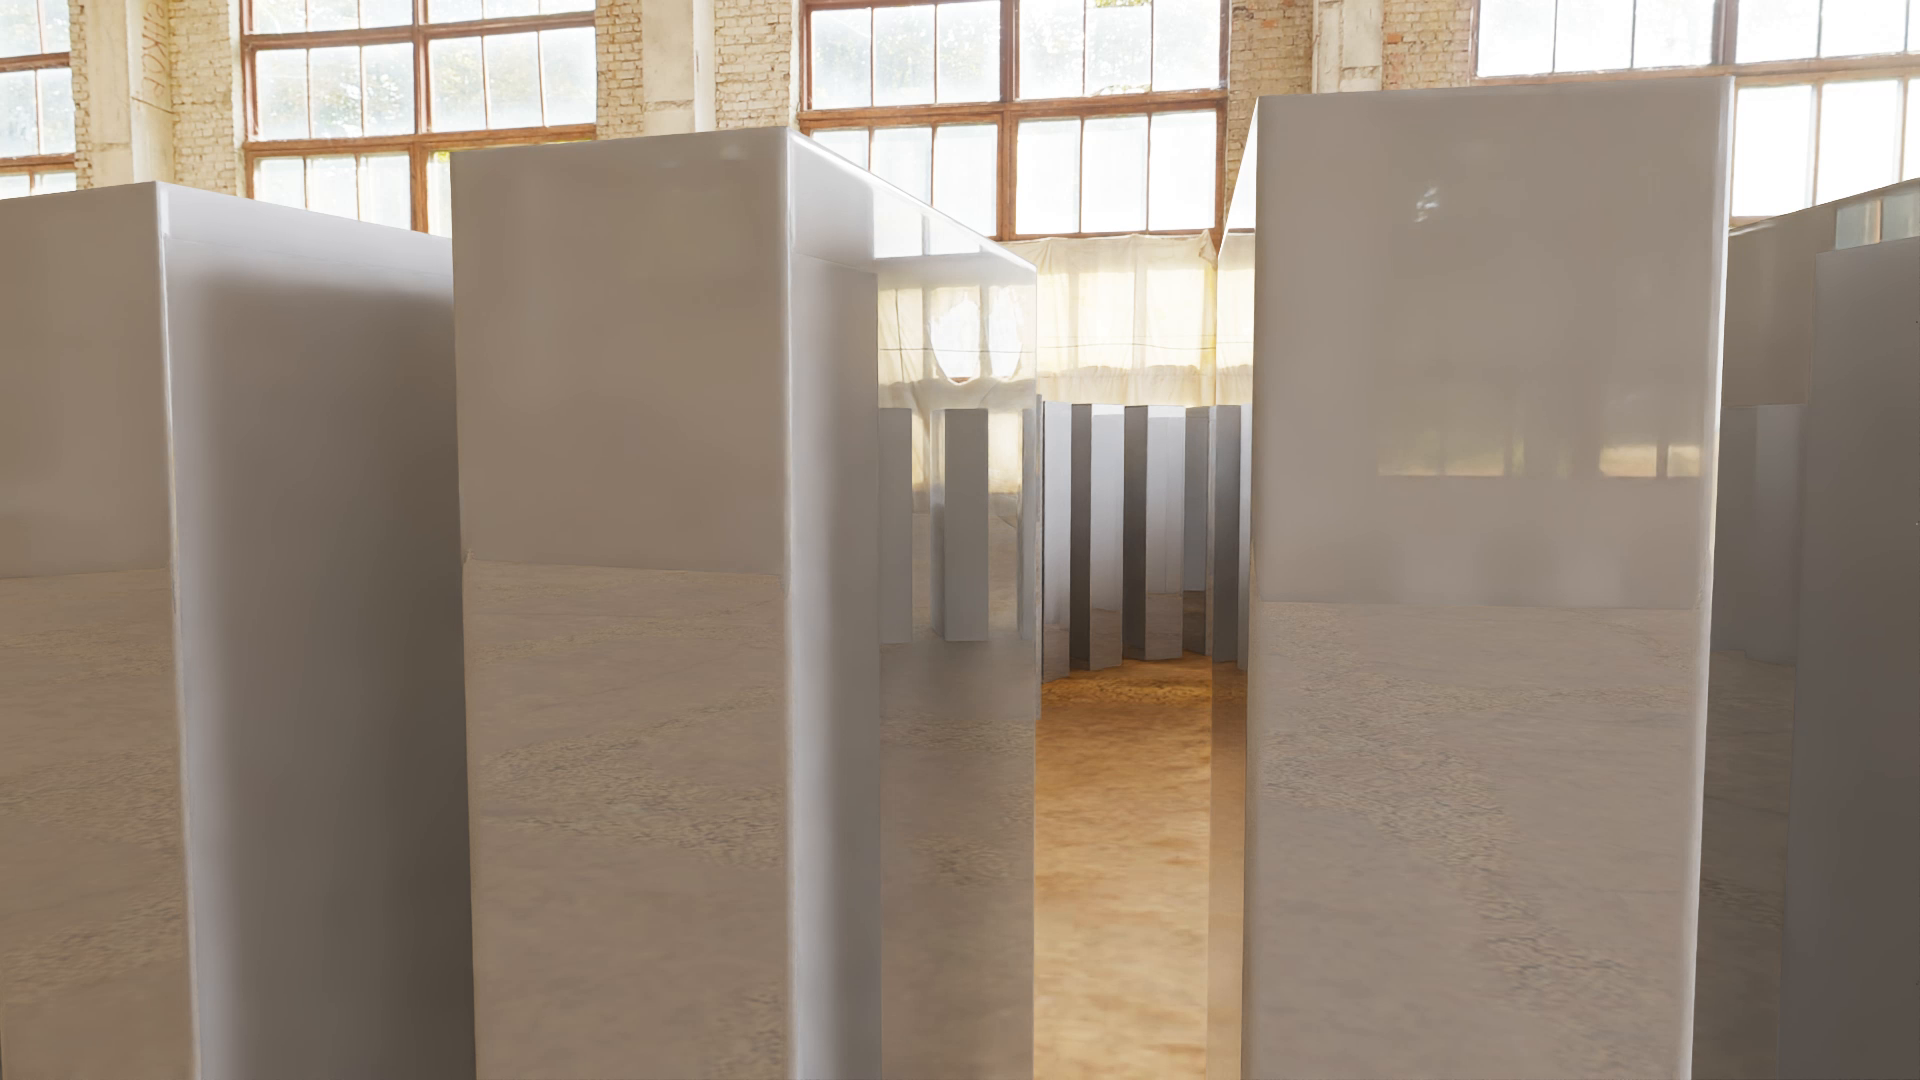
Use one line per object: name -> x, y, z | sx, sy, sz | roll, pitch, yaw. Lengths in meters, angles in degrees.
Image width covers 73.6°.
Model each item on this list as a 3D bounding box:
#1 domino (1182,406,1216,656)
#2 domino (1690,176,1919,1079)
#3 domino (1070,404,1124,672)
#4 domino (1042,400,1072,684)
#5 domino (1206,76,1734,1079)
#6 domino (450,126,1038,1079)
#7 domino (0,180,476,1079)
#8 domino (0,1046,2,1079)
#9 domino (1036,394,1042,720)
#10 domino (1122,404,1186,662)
domino -> 0.051, -0.003, 0.269 | 0.009, 0.050, 0.025 | -1, 4, -13
domino -> 0.032, 0.015, 0.040 | 0.010, 0.050, 0.025 | 0, 4, 0
domino -> 0.019, -0.001, 0.251 | 0.009, 0.050, 0.025 | -4, 6, -44
domino -> 0.007, 0.000, 0.237 | 0.025, 0.050, 0.009 | 3, 5, 34
domino -> 0.013, 0.014, 0.041 | 0.010, 0.050, 0.025 | 1, 4, 9
domino -> -0.005, 0.014, 0.045 | 0.010, 0.050, 0.025 | 1, 4, 17
domino -> -0.022, 0.014, 0.052 | 0.009, 0.050, 0.025 | 2, 5, 23
domino -> -0.039, 0.013, 0.060 | 0.010, 0.050, 0.025 | 2, 5, 29
domino -> 0.000, 0.002, 0.201 | 0.025, 0.050, 0.009 | 0, 4, 0
domino -> 0.034, -0.002, 0.262 | 0.009, 0.050, 0.025 | -3, 5, -31
